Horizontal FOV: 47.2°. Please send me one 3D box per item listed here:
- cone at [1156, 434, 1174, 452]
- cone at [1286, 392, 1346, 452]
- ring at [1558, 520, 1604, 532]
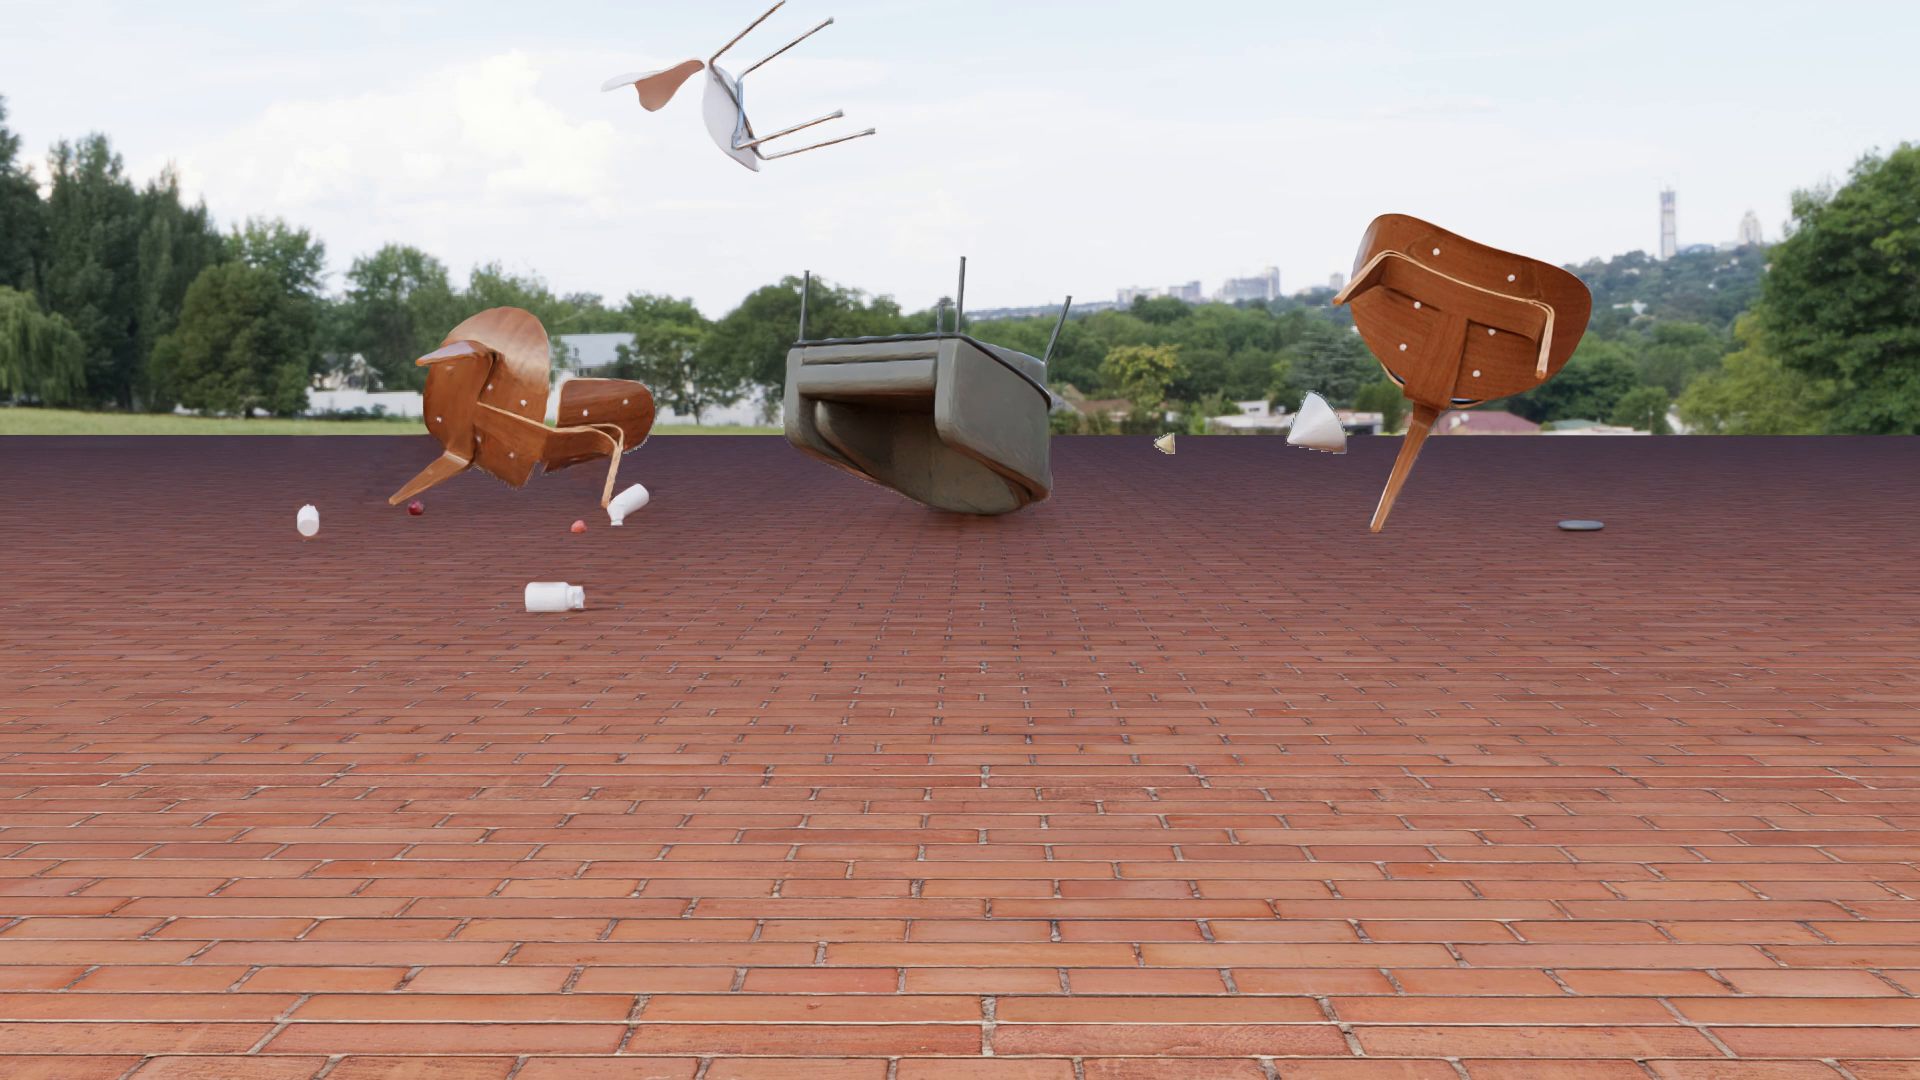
[{"bbox_3d":[0.723,-0.346,7.623,0.074,0.060,0.042,28,23,-1],"label":"cone"},{"bbox_3d":[1.235,-0.384,7.849,0.170,0.252,0.208,-26,-31,-11],"label":"cone"},{"bbox_3d":[1.975,-0.045,6.993,0.171,0.029,0.130,-3,6,-43],"label":"ring"}]
